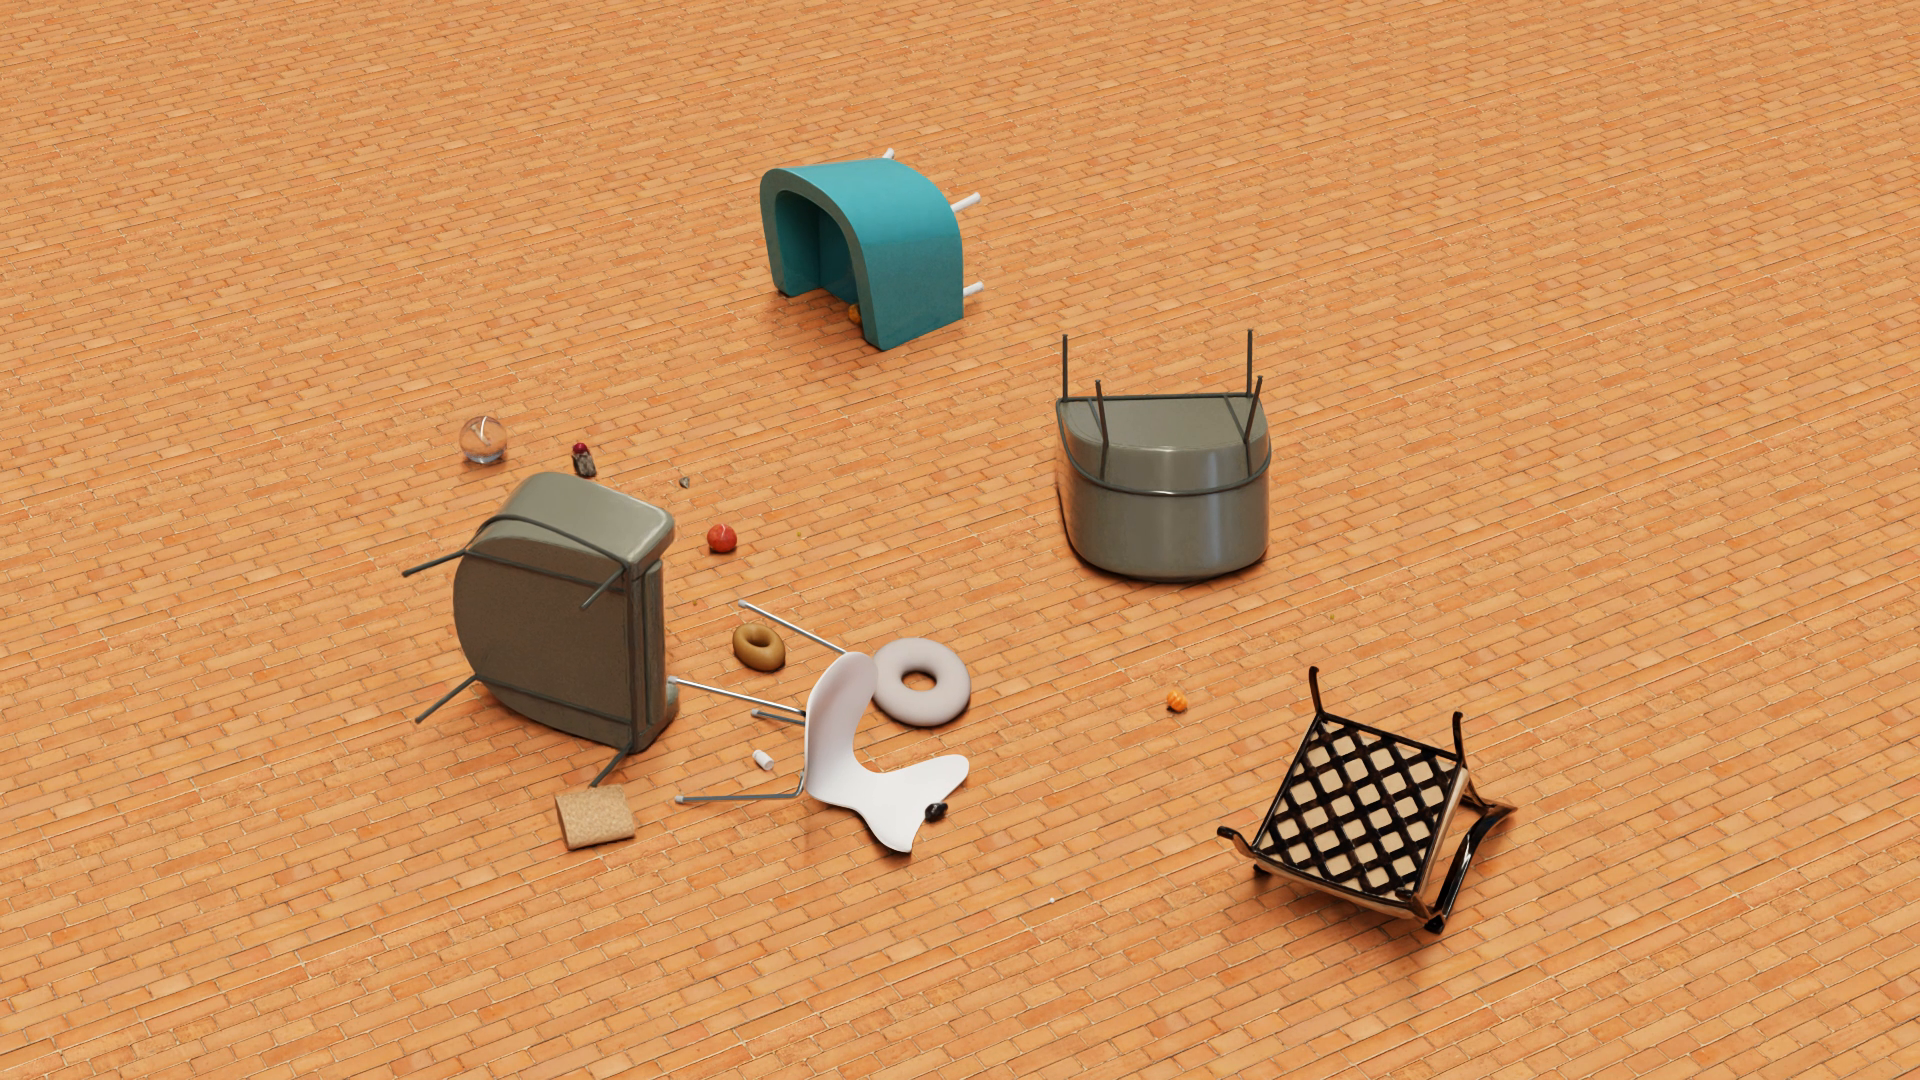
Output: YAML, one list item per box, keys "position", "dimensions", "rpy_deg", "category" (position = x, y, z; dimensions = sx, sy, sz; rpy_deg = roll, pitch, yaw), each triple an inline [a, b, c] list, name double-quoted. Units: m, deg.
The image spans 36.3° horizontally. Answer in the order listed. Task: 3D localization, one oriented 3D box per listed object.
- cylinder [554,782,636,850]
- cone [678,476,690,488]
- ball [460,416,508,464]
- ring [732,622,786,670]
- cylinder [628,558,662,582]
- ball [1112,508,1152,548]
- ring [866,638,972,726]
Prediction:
- position: [-1.184, 0.893, 9.501]
  dimensions: [0.217, 0.094, 0.235]
  rpy_deg: [-10, 42, -15]
  category: "cylinder"
- position: [-1.050, -0.212, 11.252]
  dimensions: [0.049, 0.034, 0.049]
  rpy_deg: [-13, 55, -21]
  category: "cone"
- position: [-1.848, -0.390, 11.367]
  dimensions: [0.186, 0.186, 0.186]
  rpy_deg: [0, 33, 0]
  category: "ball"
- position: [-0.706, 0.375, 10.298]
  dimensions: [0.161, 0.088, 0.249]
  rpy_deg: [-22, 38, -27]
  category: "ring"
- position: [-1.152, 0.107, 10.739]
  dimensions: [0.118, 0.046, 0.121]
  rpy_deg: [-7, 31, 1]
  category: "cylinder"
- position: [0.637, -0.047, 10.880]
  dimensions: [0.150, 0.150, 0.150]
  rpy_deg: [0, 33, 0]
  category: "ball"
- position: [-0.141, 0.487, 10.123]
  dimensions: [0.354, 0.092, 0.490]
  rpy_deg: [-8, 34, -11]
  category: "ring"
